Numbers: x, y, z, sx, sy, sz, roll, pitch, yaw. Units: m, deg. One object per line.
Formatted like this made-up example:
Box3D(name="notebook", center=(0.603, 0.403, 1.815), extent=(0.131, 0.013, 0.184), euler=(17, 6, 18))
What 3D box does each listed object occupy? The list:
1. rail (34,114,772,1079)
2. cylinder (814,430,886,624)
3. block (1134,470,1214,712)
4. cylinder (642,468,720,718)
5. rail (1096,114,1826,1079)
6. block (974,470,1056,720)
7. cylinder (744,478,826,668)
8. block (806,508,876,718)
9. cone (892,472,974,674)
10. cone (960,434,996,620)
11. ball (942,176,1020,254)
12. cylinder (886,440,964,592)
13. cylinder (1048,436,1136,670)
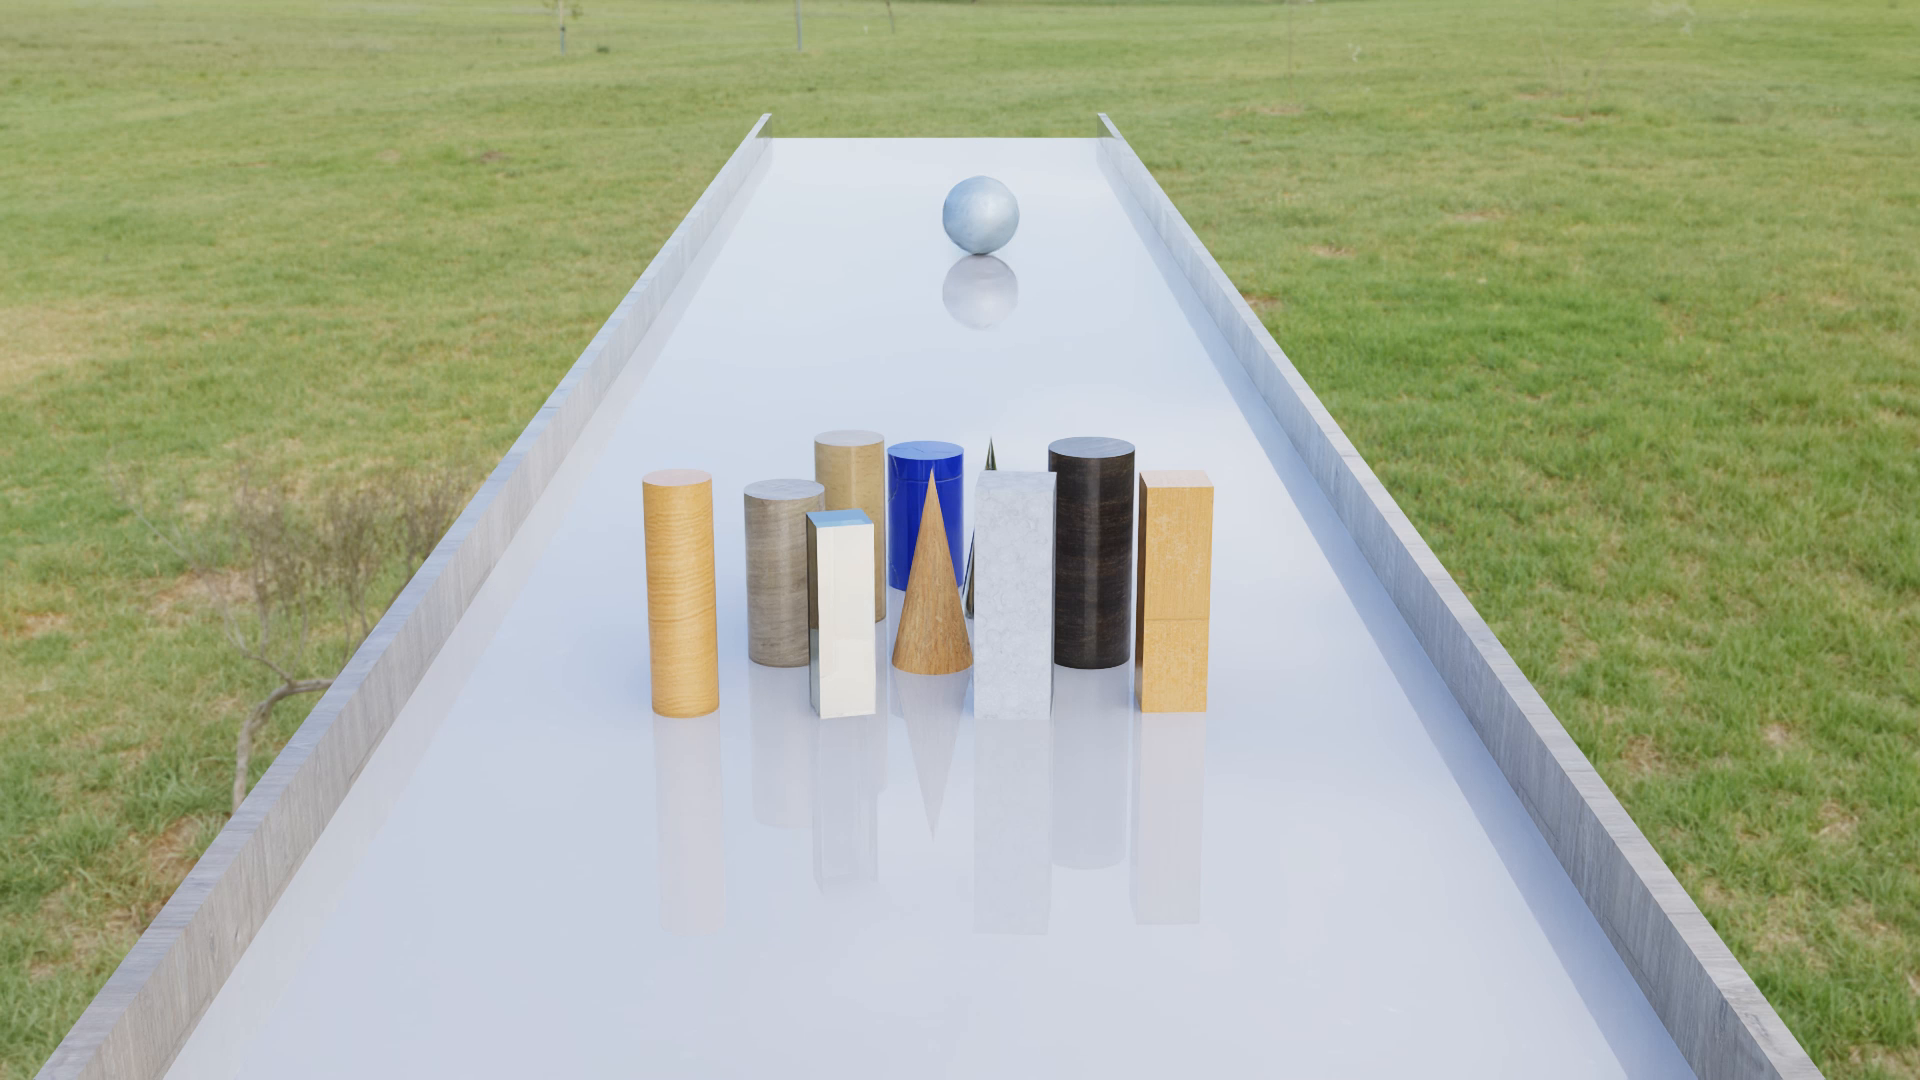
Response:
Box3D(name="rail", center=(-1.118, -0.838, 7.780), extent=(0.050, 0.150, 12.000), euler=(0, 17, -1))
Box3D(name="cylinder", center=(-0.230, -0.026, 4.631), extent=(0.147, 0.389, 0.147), euler=(0, 17, 0))
Box3D(name="block", center=(0.400, 0.097, 4.132), extent=(0.122, 0.439, 0.122), euler=(-1, 17, -2))
Box3D(name="cylinder", center=(-0.520, 0.100, 4.102), extent=(0.127, 0.449, 0.127), euler=(0, 17, 0))
Box3D(name="rail", center=(0.932, -0.844, 7.801), extent=(0.050, 0.150, 12.000), euler=(0, 17, -1))
Box3D(name="block", center=(0.103, 0.103, 4.107), extent=(0.142, 0.441, 0.142), euler=(1, 17, 5))
Box3D(name="cylinder", center=(-0.348, 0.065, 4.399), extent=(0.162, 0.347, 0.162), euler=(0, 17, 0))
Box3D(name="block", center=(-0.223, 0.137, 4.113), extent=(0.106, 0.371, 0.106), euler=(-4, 17, -14))
Box3D(name="cone", center=(-0.055, 0.051, 4.354), extent=(0.164, 0.401, 0.164), euler=(0, 17, 0))
Box3D(name="cone", center=(0.065, -0.035, 4.658), extent=(0.134, 0.390, 0.134), euler=(0, 17, 0))
Box3D(name="ball", center=(0.088, -1.366, 9.245), extent=(0.327, 0.327, 0.327), euler=(0, 17, 0))
Box3D(name="cylinder", center=(-0.075, -0.052, 4.872), extent=(0.170, 0.303, 0.170), euler=(0, 17, 0))
Box3D(name="cylinder", center=(0.259, 0.025, 4.383), extent=(0.172, 0.433, 0.172), euler=(0, 17, 0))
